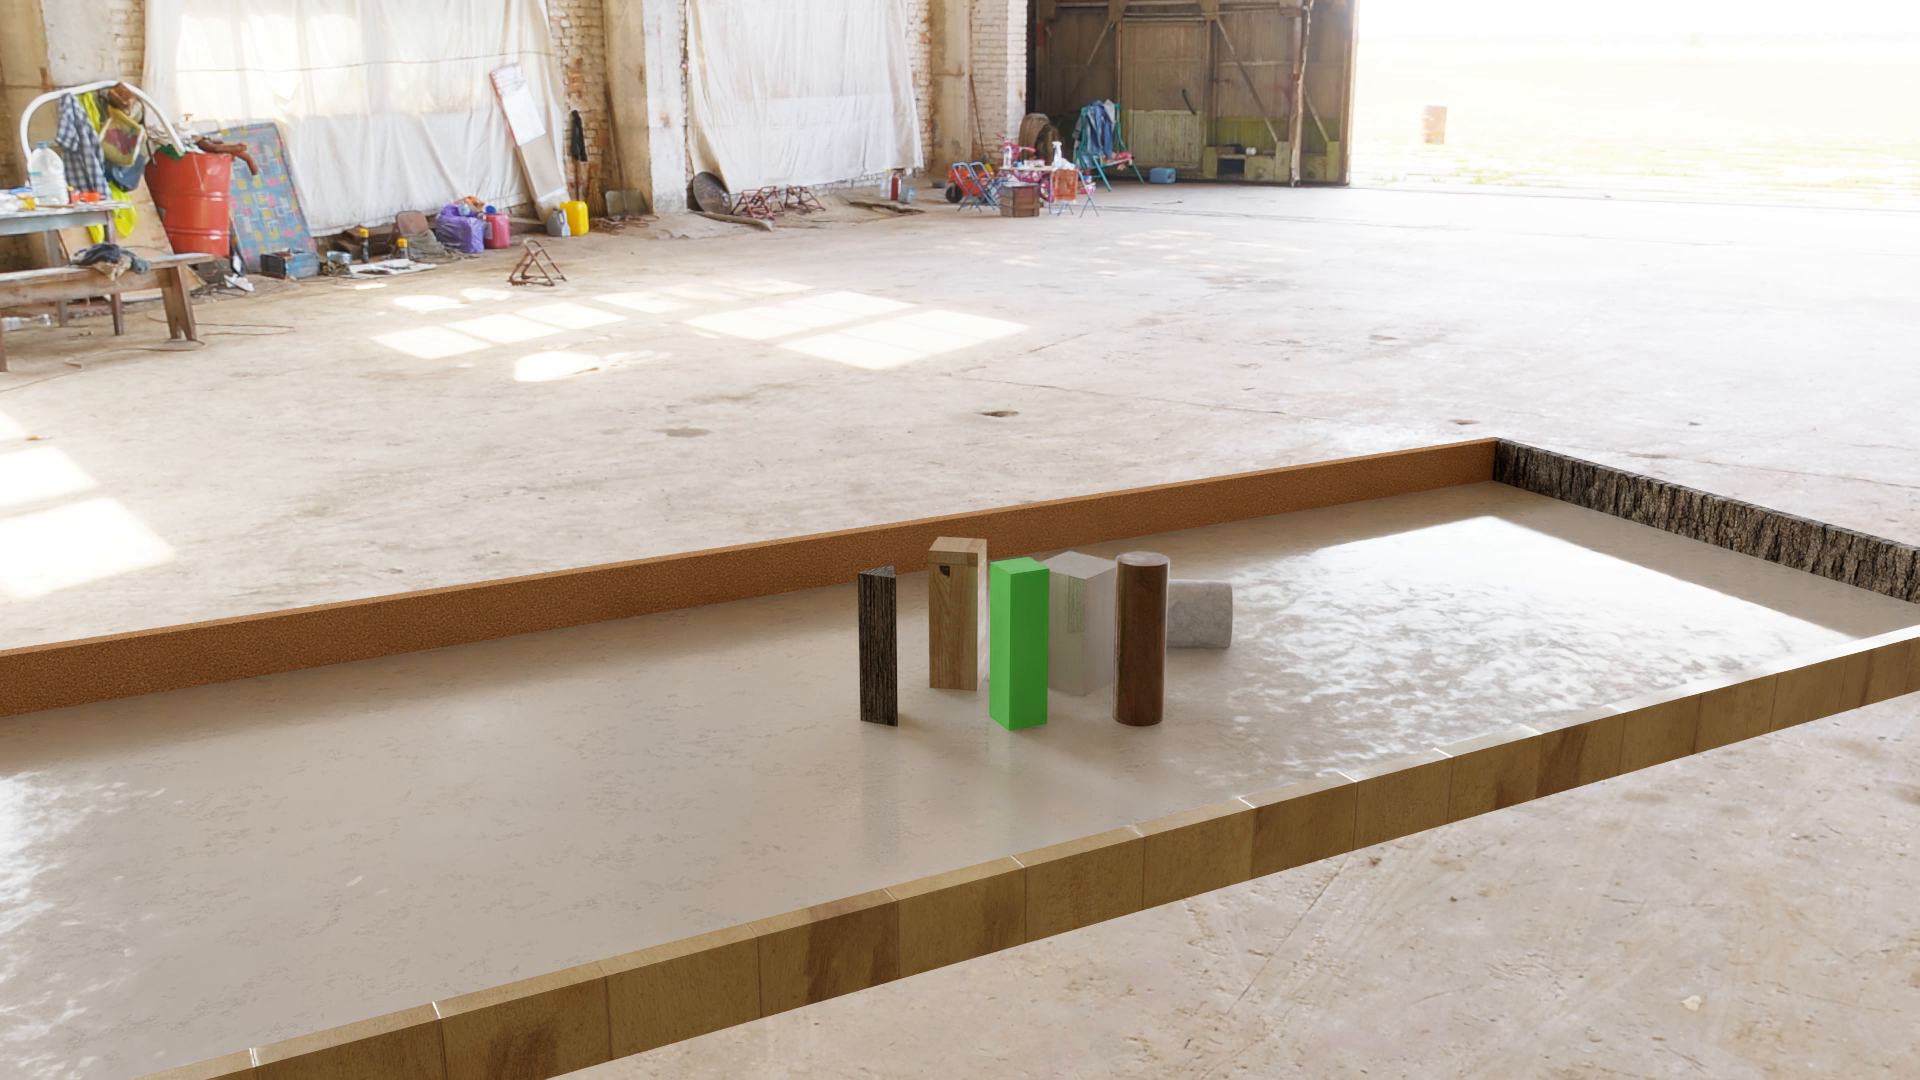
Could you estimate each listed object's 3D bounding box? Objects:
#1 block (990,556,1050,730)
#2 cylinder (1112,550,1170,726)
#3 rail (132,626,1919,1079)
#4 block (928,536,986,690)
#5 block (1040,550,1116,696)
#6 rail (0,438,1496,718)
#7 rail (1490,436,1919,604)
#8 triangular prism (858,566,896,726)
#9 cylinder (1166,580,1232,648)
[{"bbox_3d":[0.138,0.242,3.852,0.101,0.383,0.101,-8,18,-25],"label":"block"},{"bbox_3d":[0.423,0.231,3.870,0.123,0.393,0.123,0,16,0],"label":"cylinder"},{"bbox_3d":[-2.336,1.006,1.665,12.000,0.150,0.050,-9,18,-27],"label":"rail"},{"bbox_3d":[-0.005,0.183,4.100,0.122,0.357,0.122,3,17,10],"label":"block"},{"bbox_3d":[0.289,0.206,4.116,0.169,0.303,0.169,13,21,37],"label":"block"},{"bbox_3d":[-3.305,0.497,3.399,12.000,0.150,0.050,-9,18,-27],"label":"rail"},{"bbox_3d":[2.466,-0.048,5.253,0.050,0.150,2.100,-9,18,-27],"label":"rail"},{"bbox_3d":[-0.176,0.246,3.870,0.096,0.366,0.084,7,18,22],"label":"triangular prism"},{"bbox_3d":[0.552,0.193,4.379,0.323,0.180,0.180,1,16,3],"label":"cylinder"}]
